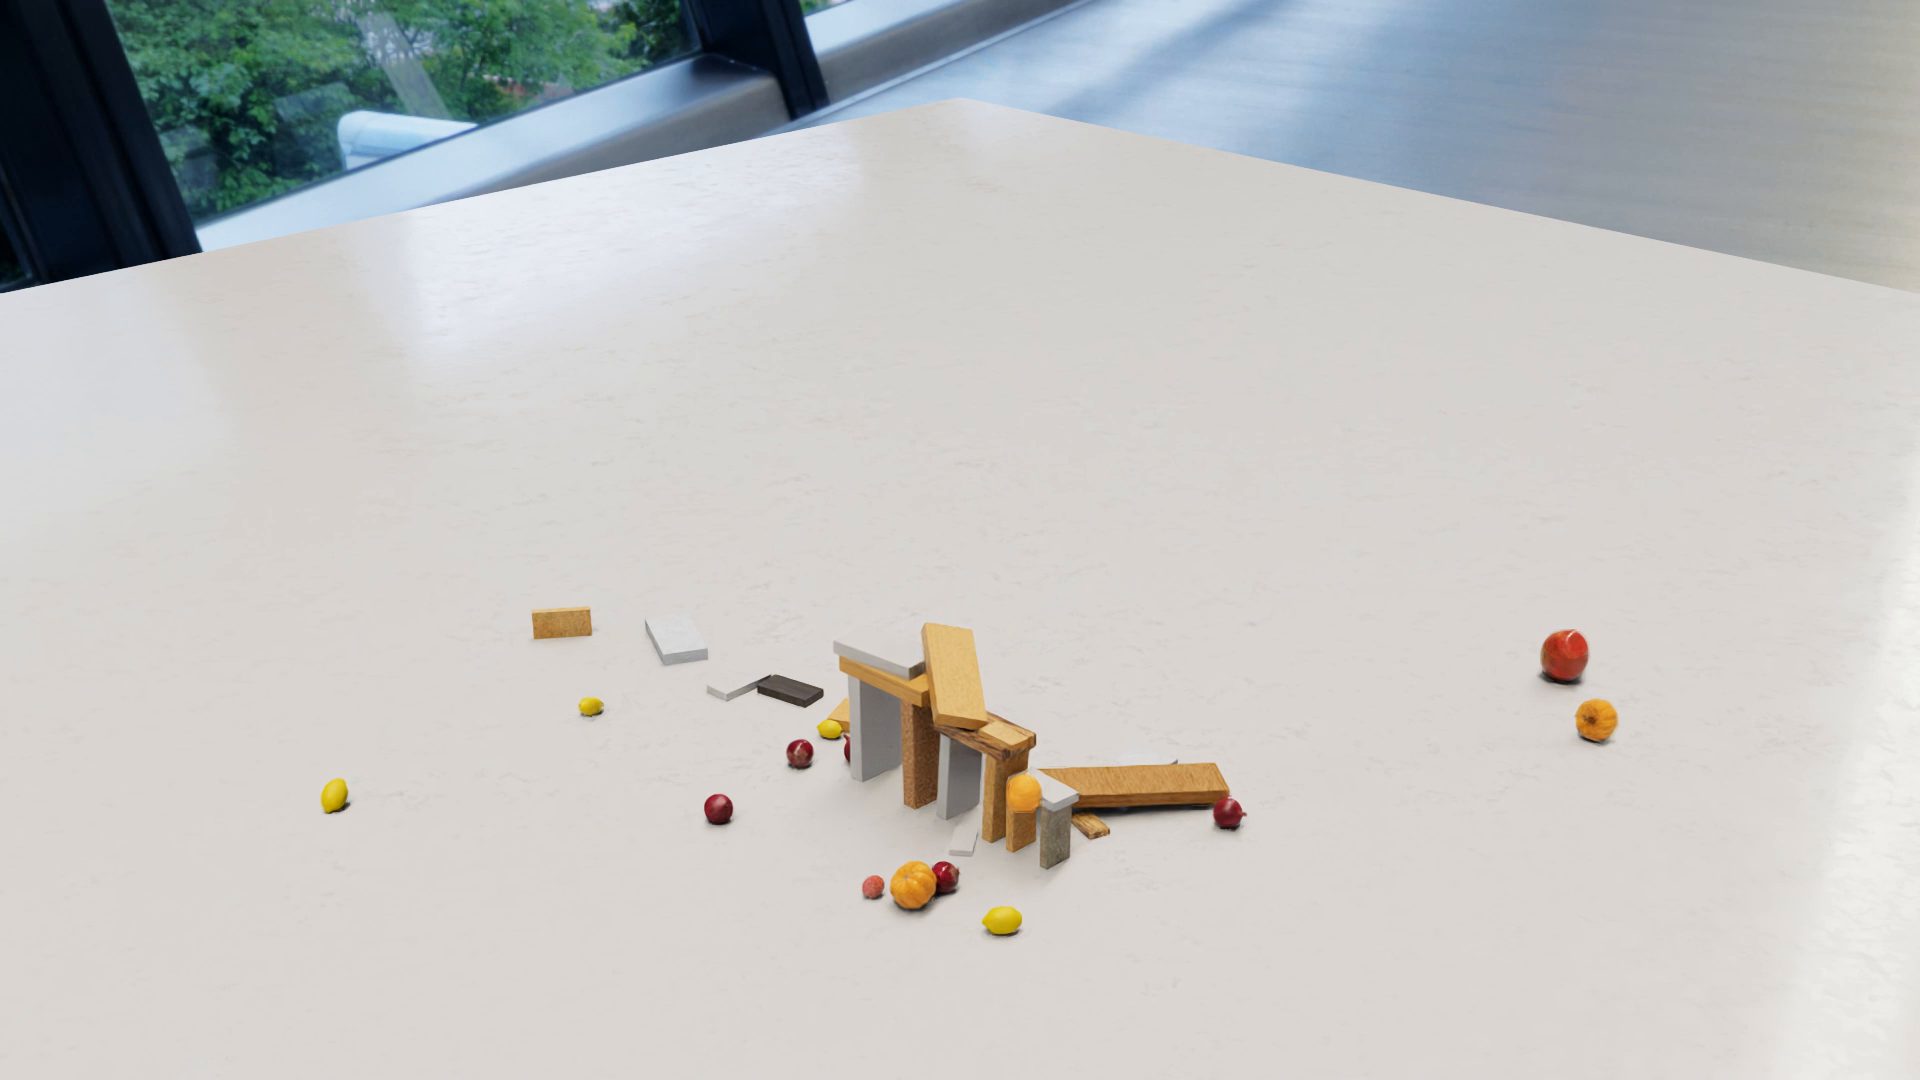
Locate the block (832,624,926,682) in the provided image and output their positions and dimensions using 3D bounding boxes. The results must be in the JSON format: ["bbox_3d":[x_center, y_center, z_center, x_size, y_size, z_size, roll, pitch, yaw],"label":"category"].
[{"bbox_3d":[-0.149,0.229,4.482,0.204,0.029,0.102,18,29,36],"label":"block"}]

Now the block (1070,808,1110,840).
[{"bbox_3d":[0.257,0.569,4.404,0.046,0.013,0.093,-12,26,-25],"label":"block"}]

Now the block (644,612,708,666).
[{"bbox_3d":[-0.668,0.232,5.176,0.104,0.030,0.209,-8,24,-18],"label":"block"}]

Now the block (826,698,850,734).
[{"bbox_3d":[-0.176,0.395,4.793,0.204,0.029,0.102,8,24,18],"label":"block"}]

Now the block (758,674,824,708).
[{"bbox_3d":[-0.381,0.339,4.938,0.136,0.019,0.068,15,27,31],"label":"block"}]

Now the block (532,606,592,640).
[{"bbox_3d":[-0.943,0.196,5.212,0.136,0.068,0.019,-3,23,-8],"label":"block"}]

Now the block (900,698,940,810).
[{"bbox_3d":[-0.062,0.416,4.472,0.120,0.240,0.034,-21,29,-41],"label":"block"}]

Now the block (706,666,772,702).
[{"bbox_3d":[-0.499,0.324,4.973,0.068,0.019,0.136,20,30,39],"label":"block"}]

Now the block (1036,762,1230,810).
[{"bbox_3d":[0.344,0.499,4.469,0.392,0.030,0.104,-1,26,-11],"label":"block"}]

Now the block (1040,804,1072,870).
[{"bbox_3d":[0.185,0.566,4.257,0.019,0.133,0.067,22,31,40],"label":"block"}]

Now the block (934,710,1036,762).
[{"bbox_3d":[0.049,0.378,4.341,0.096,0.027,0.192,-21,31,-40],"label":"block"}]

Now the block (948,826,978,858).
[{"bbox_3d":[0.007,0.595,4.342,0.046,0.013,0.093,4,23,8],"label":"block"}]

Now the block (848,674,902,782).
[{"bbox_3d":[-0.174,0.373,4.575,0.034,0.240,0.120,21,31,41],"label":"block"}]

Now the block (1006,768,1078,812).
[{"bbox_3d":[0.160,0.483,4.258,0.067,0.019,0.133,-19,29,-37],"label":"block"}]

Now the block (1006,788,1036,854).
[{"bbox_3d":[0.121,0.541,4.315,0.019,0.133,0.067,21,31,40],"label":"block"}]

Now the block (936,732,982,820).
[{"bbox_3d":[0.000,0.461,4.427,0.096,0.192,0.027,-21,35,-41],"label":"block"}]

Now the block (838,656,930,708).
[{"bbox_3d":[-0.120,0.268,4.470,0.240,0.034,0.120,21,30,40],"label":"block"}]

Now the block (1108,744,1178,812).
[{"bbox_3d":[0.354,0.493,4.561,0.104,0.030,0.209,15,27,32],"label":"block"}]

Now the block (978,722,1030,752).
[{"bbox_3d":[0.086,0.383,4.279,0.046,0.013,0.093,-20,30,-39],"label":"block"}]

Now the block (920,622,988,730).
[{"bbox_3d":[-0.013,0.270,4.386,0.102,0.029,0.260,11,39,-17],"label":"block"}]

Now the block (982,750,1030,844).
[{"bbox_3d":[0.090,0.496,4.345,0.027,0.192,0.096,25,33,39],"label":"block"}]
